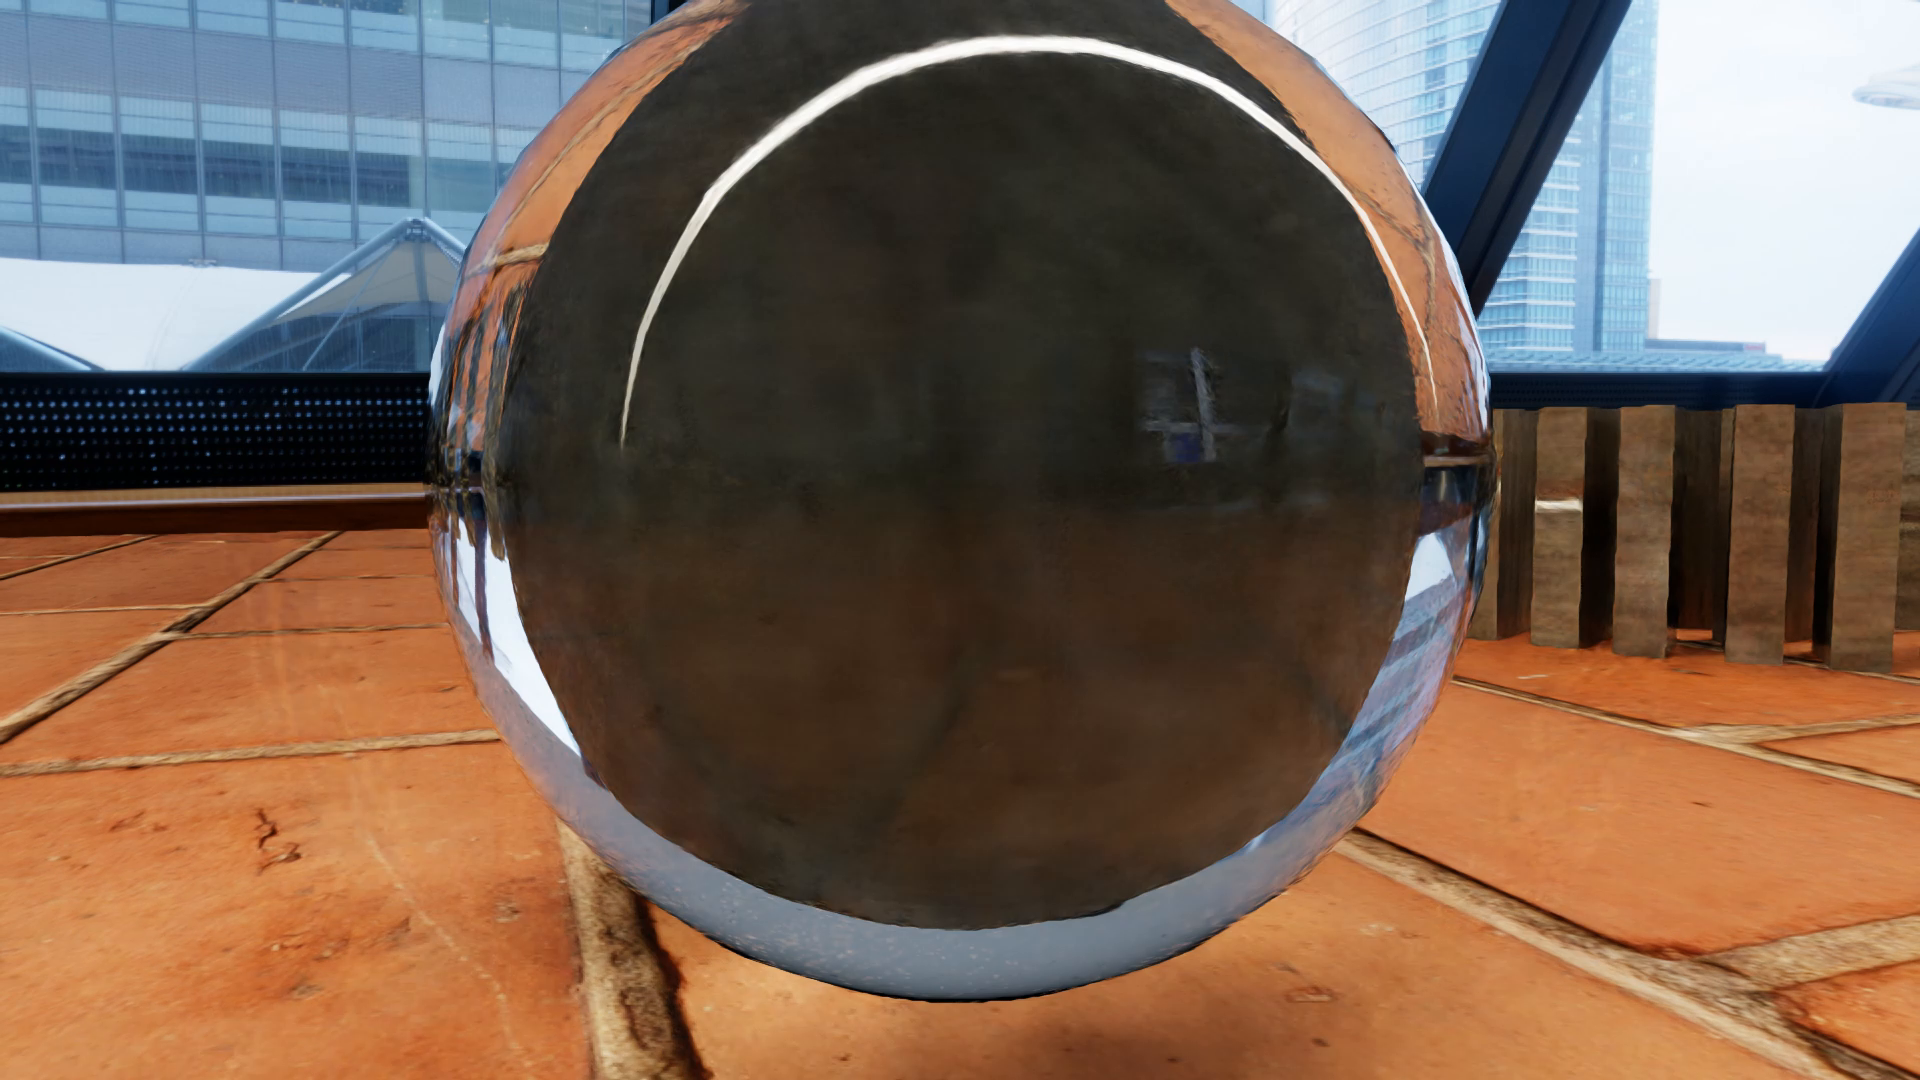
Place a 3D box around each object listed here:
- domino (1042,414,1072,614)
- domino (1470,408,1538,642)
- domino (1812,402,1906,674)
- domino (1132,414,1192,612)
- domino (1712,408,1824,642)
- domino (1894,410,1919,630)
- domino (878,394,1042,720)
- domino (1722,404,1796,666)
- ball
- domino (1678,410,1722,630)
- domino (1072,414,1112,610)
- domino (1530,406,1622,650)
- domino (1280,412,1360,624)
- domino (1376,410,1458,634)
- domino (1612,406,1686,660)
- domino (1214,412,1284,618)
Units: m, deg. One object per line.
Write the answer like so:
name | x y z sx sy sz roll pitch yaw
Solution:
domino | 0.016 -0.007 0.331 0.025 0.050 0.009 3 6 39
domino | 0.120 -0.004 0.287 0.009 0.050 0.025 4 6 41
domino | 0.174 -0.001 0.249 0.010 0.050 0.025 2 5 27
domino | 0.053 -0.008 0.336 0.010 0.050 0.025 2 5 22
domino | 0.176 -0.003 0.278 0.025 0.050 0.010 -2 5 -30
domino | 0.227 -0.005 0.304 0.025 0.050 0.009 -4 6 -39
domino | 0.000 0.002 0.201 0.025 0.050 0.009 0 4 0
domino | 0.160 -0.002 0.257 0.010 0.050 0.025 2 5 30
ball | 0.000 -0.005 0.103 0.080 0.080 0.080 0 4 0
domino | 0.168 -0.005 0.298 0.025 0.050 0.009 0 4 -1
domino | 0.033 -0.008 0.340 0.009 0.050 0.025 0 4 -1
domino | 0.133 -0.003 0.276 0.009 0.050 0.025 4 6 42
domino | 0.088 -0.006 0.313 0.010 0.050 0.025 3 5 37
domino | 0.107 -0.005 0.298 0.010 0.050 0.025 4 6 40
domino | 0.143 -0.002 0.265 0.010 0.050 0.025 3 5 34
domino | 0.074 -0.007 0.324 0.009 0.050 0.025 3 5 34
